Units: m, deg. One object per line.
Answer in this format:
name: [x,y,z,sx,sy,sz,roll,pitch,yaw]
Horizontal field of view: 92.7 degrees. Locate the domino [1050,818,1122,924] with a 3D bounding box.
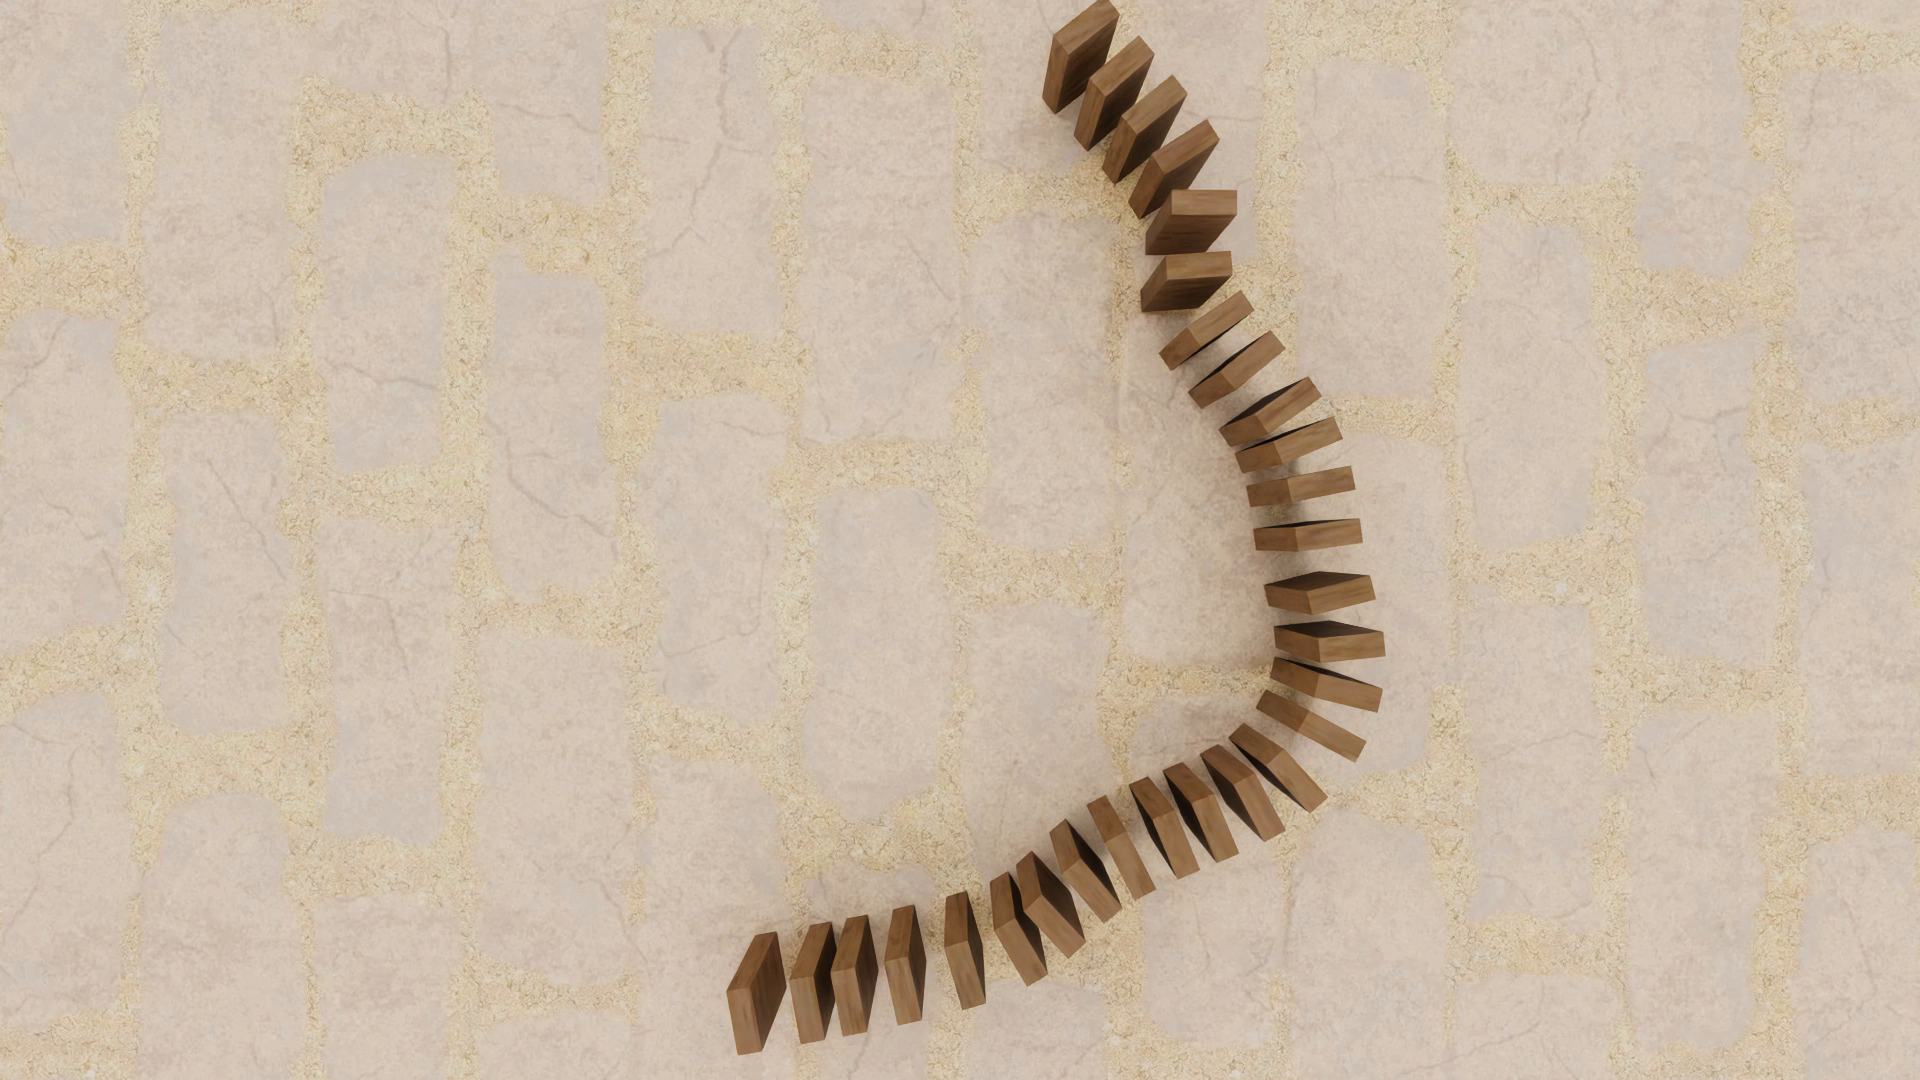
domino: [0.051,0.134,0.375,0.009,0.050,0.025,-40,90,0]

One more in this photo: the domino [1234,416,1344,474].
domino: [0.133,-0.038,0.375,0.025,0.050,0.010,-23,90,0]

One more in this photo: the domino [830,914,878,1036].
domino: [-0.043,0.177,0.375,0.009,0.050,0.025,-11,90,0]

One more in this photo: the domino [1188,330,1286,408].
domino: [0.112,-0.069,0.375,0.025,0.050,0.010,-39,90,0]

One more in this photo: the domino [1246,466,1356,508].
domino: [0.138,-0.021,0.375,0.025,0.050,0.010,-11,90,0]

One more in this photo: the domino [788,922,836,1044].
domino: [-0.059,0.180,0.375,0.009,0.050,0.025,-10,90,0]

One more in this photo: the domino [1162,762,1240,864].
domino: [0.098,0.110,0.375,0.010,0.050,0.025,-23,90,0]

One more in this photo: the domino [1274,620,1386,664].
domino: [0.150,0.041,0.375,0.025,0.050,0.009,-6,90,0]

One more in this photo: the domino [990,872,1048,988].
domino: [0.023,0.158,0.375,0.009,0.050,0.025,-30,90,0]

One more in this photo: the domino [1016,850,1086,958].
domino: [0.036,0.148,0.375,0.010,0.050,0.025,-43,90,0]

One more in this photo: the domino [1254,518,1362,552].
domino: [0.141,-0.002,0.375,0.025,0.050,0.009,-8,90,0]

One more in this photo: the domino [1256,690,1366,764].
domino: [0.142,0.075,0.375,0.025,0.050,0.009,28,90,0]

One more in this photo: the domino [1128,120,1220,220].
domino: [0.086,-0.150,0.375,0.025,0.050,0.010,-33,90,0]

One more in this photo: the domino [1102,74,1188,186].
domino: [0.074,-0.166,0.375,0.025,0.050,0.009,-39,90,0]

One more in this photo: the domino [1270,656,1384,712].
domino: [0.148,0.059,0.375,0.025,0.050,0.010,14,90,0]

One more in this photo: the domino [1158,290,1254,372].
domino: [0.100,-0.085,0.375,0.025,0.050,0.010,-34,90,0]

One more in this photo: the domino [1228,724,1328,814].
domino: [0.129,0.092,0.375,0.009,0.050,0.025,-43,90,0]

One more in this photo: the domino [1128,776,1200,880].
domino: [0.083,0.116,0.375,0.009,0.050,0.025,-23,90,0]

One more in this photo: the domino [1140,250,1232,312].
domino: [0.091,-0.105,0.375,0.025,0.050,0.010,-4,90,0]

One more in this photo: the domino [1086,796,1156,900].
domino: [0.065,0.125,0.375,0.009,0.050,0.025,-28,90,0]

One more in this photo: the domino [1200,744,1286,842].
domino: [0.115,0.102,0.375,0.009,0.050,0.025,-28,90,0]

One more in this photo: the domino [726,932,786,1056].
domino: [-0.082,0.184,0.375,0.009,0.050,0.025,-10,90,0]

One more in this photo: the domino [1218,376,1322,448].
domino: [0.126,-0.052,0.375,0.025,0.050,0.010,-35,90,0]

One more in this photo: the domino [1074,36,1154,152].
domino: [0.062,-0.181,0.375,0.025,0.050,0.010,-41,90,0]

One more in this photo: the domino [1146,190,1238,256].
domino: [0.093,-0.129,0.375,0.025,0.050,0.009,0,90,0]

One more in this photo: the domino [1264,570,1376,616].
domino: [0.146,0.021,0.375,0.025,0.050,0.009,-14,90,0]

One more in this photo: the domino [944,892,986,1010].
domino: [0.002,0.166,0.375,0.010,0.050,0.025,-16,90,0]

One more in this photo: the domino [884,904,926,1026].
domino: [-0.022,0.172,0.375,0.009,0.050,0.025,-12,90,0]

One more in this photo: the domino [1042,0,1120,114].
domino: [0.048,-0.197,0.375,0.025,0.050,0.009,-38,90,0]
